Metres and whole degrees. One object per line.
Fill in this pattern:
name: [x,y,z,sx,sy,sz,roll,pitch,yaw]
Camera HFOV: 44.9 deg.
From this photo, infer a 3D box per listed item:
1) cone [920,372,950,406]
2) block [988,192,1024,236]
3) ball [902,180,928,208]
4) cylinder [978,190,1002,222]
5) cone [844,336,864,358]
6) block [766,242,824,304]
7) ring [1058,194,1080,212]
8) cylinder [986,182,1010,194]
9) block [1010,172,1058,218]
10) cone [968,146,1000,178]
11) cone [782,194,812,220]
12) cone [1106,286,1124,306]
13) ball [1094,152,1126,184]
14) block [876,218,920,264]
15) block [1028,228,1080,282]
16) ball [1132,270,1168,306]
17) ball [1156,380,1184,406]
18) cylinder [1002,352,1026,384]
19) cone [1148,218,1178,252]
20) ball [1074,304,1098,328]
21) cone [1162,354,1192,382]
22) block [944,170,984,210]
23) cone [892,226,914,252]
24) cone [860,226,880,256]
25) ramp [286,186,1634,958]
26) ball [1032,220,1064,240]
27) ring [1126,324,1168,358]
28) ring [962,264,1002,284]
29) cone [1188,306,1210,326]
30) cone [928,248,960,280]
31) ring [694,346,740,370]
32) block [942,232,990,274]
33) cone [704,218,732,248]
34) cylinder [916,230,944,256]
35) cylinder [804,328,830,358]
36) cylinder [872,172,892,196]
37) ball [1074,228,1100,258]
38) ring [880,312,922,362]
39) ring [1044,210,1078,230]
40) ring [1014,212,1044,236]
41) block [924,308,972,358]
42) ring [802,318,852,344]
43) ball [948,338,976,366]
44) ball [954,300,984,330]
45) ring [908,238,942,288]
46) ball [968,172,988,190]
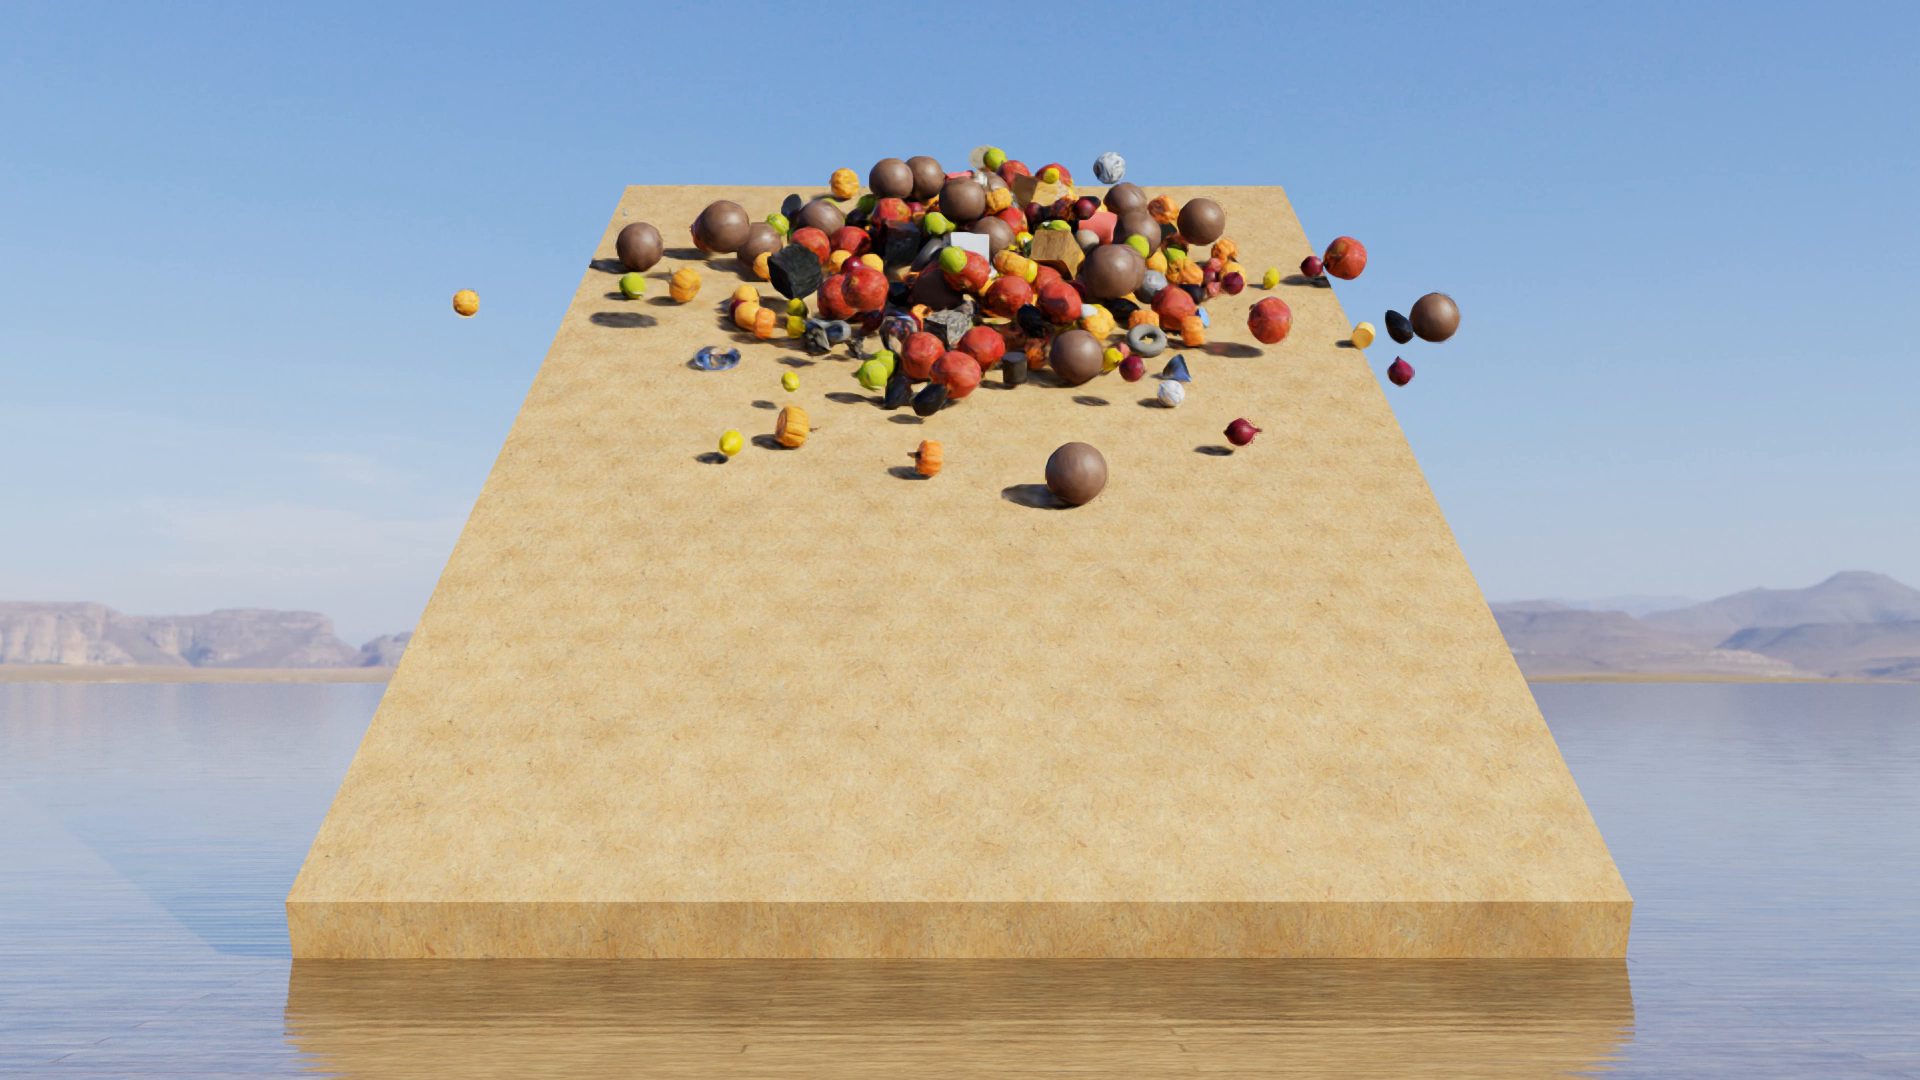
cone: [-0.059,-0.359,5.379,0.072,0.072,0.072,0,24,0]
block: [0.128,-0.910,6.499,0.079,0.079,0.079,-14,-46,5]
ball: [-0.134,-1.024,6.873,0.078,0.078,0.078,0,-3,0]
cylinder: [0.108,-0.958,6.717,0.085,0.085,0.085,2,19,-34]
cone: [-0.251,-0.460,5.621,0.053,0.053,0.053,-11,7,1]
block: [-0.422,-0.687,5.960,0.097,0.097,0.097,-33,48,-23]
ring: [0.295,-0.991,6.847,0.120,0.040,0.120,0,28,0]
cylinder: [0.117,-1.016,6.865,0.069,0.069,0.069,1,23,-24]
block: [0.206,-0.982,6.619,0.092,0.092,0.092,29,14,40]
cone: [0.081,-1.120,7.000,0.097,0.097,0.097,-1,-35,13]
cone: [-0.462,-0.958,6.773,0.083,0.083,0.083,-3,-12,43]
cone: [0.404,-0.616,5.952,0.051,0.051,0.051,1,25,-16]
ball: [0.408,-1.014,6.335,0.088,0.088,0.088,0,-3,0]
block: [-0.165,-0.803,6.239,0.087,0.087,0.087,5,23,-18]
block: [0.246,-0.738,6.037,0.096,0.096,0.096,0,-29,24]
ball: [0.483,-0.640,5.899,0.088,0.088,0.088,0,-3,0]
ball: [0.484,-0.338,5.346,0.063,0.063,0.063,0,-3,0]
cylinder: [0.127,-0.403,5.444,0.057,0.057,0.057,-1,27,1]
cone: [0.547,-0.836,6.497,0.093,0.093,0.093,26,-31,17]
ball: [0.309,-0.550,5.700,0.060,0.060,0.060,0,-3,0]
cone: [0.528,-0.394,5.515,0.067,0.067,0.067,45,16,21]
block: [0.012,-1.036,6.884,0.085,0.085,0.085,-12,31,-22]
cone: [-0.143,-0.833,6.495,0.078,0.078,0.078,-1,-5,23]
cone: [-0.205,-0.848,6.402,0.098,0.098,0.098,36,-17,13]
ramp: [-0.008,-0.228,5.297,2.000,0.100,4.000,0,24,0]
ball: [0.246,-0.842,6.448,0.091,0.091,0.091,0,-3,0]
ring: [0.456,-0.488,5.682,0.101,0.101,0.034,0,-38,0]
ring: [0.059,-0.713,6.208,0.112,0.037,0.112,11,22,-4]
cone: [0.596,-0.556,5.886,0.054,0.054,0.054,-22,-13,24]
cone: [-0.028,-0.742,6.084,0.092,0.092,0.092,-1,32,15]
ring: [-0.583,-0.439,5.601,0.112,0.037,0.112,0,23,0]
block: [0.015,-0.727,5.908,0.099,0.099,0.099,1,5,-13]
cone: [-0.637,-0.804,6.129,0.078,0.078,0.078,0,-3,0]
cylinder: [-0.083,-0.798,6.347,0.080,0.080,0.080,20,4,19]
cylinder: [-0.344,-0.474,5.587,0.055,0.055,0.055,-13,-9,-2]
cylinder: [-0.225,-1.025,6.692,0.054,0.054,0.054,-10,-5,-1]
ball: [0.335,-0.793,6.219,0.078,0.078,0.078,0,-3,0]
ring: [-0.144,-0.491,5.612,0.042,0.126,0.126,-25,13,-39]
ring: [0.290,-0.921,6.686,0.108,0.036,0.108,-4,28,2]
ring: [0.180,-0.906,6.652,0.131,0.044,0.131,1,24,-1]
block: [-0.030,-0.508,5.697,0.082,0.082,0.082,21,35,39]
ring: [-0.332,-0.520,5.778,0.126,0.042,0.126,2,23,-1]
ball: [0.005,-0.453,5.600,0.067,0.067,0.067,0,-3,0]
ball: [0.020,-0.566,5.841,0.077,0.077,0.077,0,-3,0]
ring: [-0.088,-0.732,6.147,0.049,0.148,0.148,32,-2,4]
ball: [0.050,-0.980,6.348,0.054,0.054,0.054,0,-3,0]
